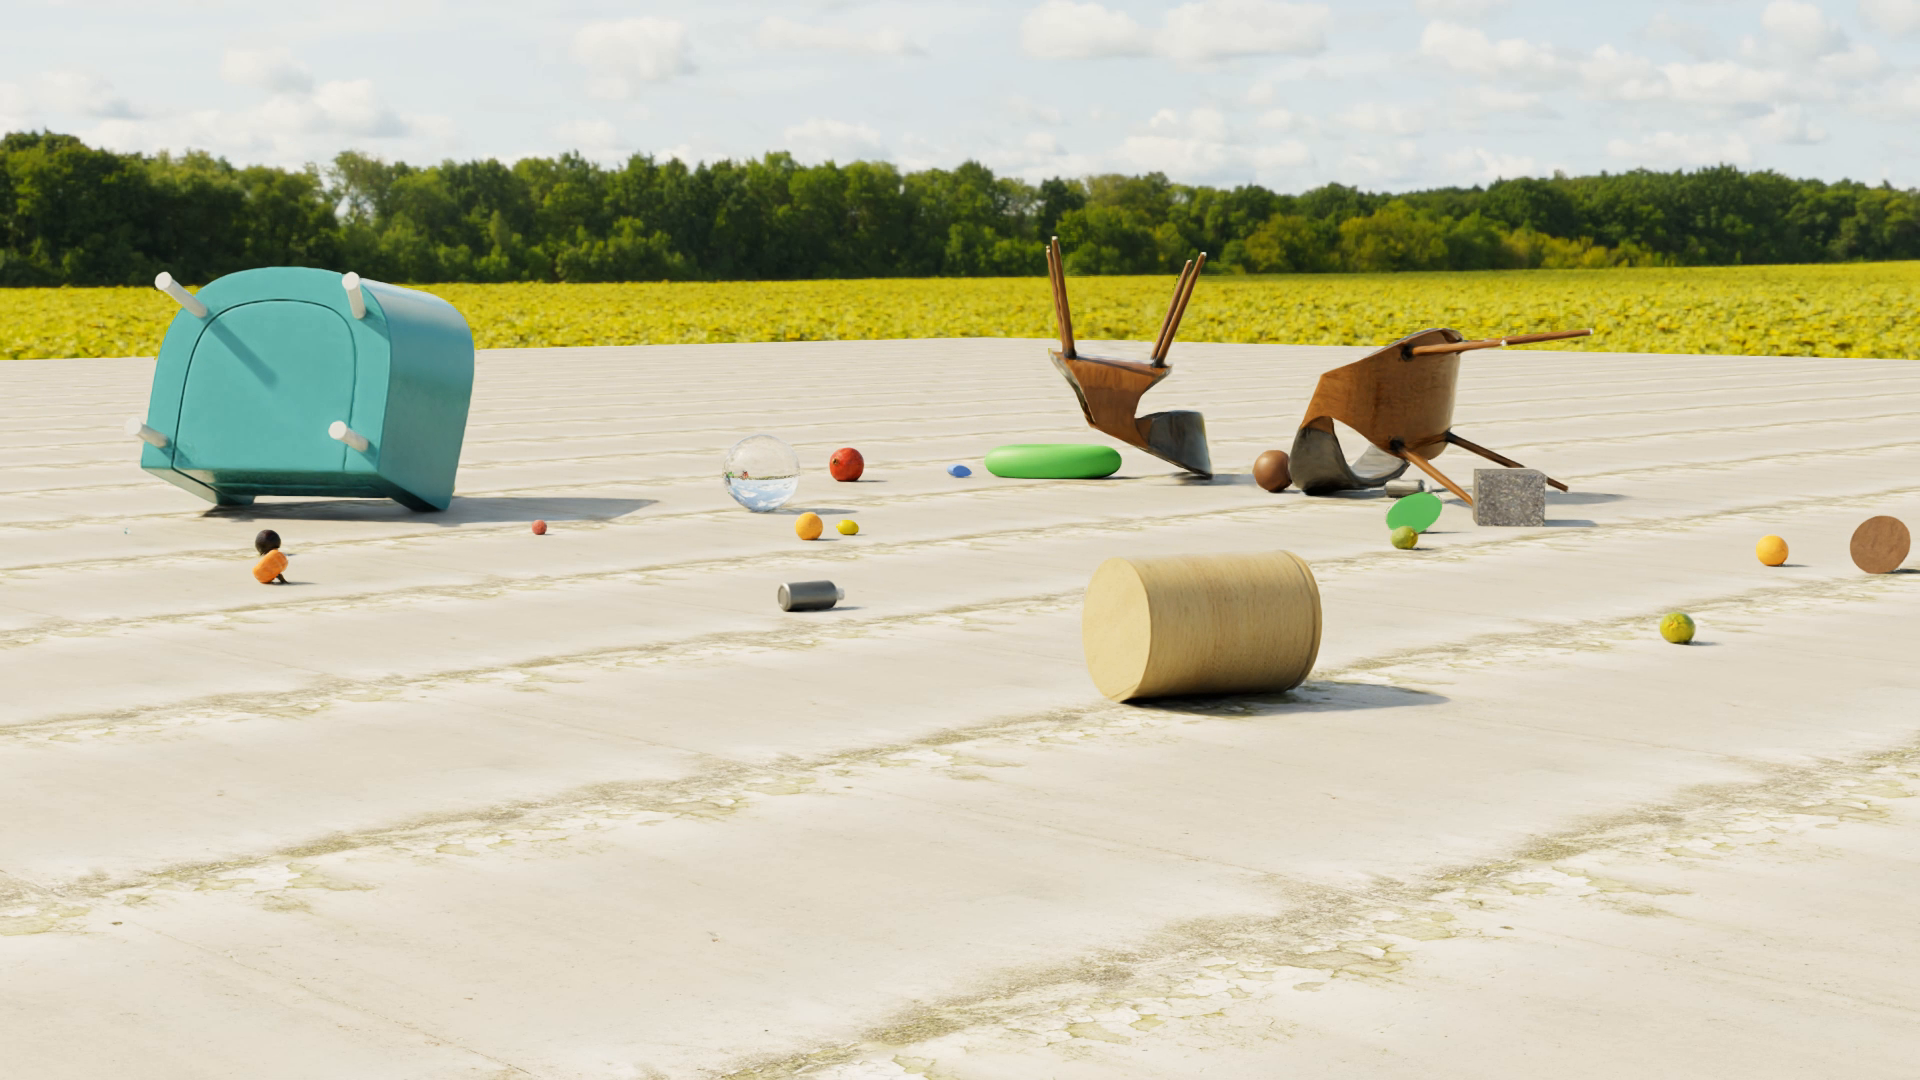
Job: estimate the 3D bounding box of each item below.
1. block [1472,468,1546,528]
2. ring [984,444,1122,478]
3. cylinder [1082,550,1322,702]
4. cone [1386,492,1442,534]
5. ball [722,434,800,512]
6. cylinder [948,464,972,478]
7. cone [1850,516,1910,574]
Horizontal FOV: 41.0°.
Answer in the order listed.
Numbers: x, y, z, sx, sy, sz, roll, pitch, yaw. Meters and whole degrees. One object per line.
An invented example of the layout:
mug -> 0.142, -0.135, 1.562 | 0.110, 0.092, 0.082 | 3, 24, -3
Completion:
block -> 1.464, -0.114, 6.849 | 0.172, 0.137, 0.210 | 1, 6, 7
ring -> 0.304, -0.257, 8.405 | 0.455, 0.105, 0.208 | 0, 7, 10
cylinder -> 0.376, 0.133, 4.015 | 0.290, 0.221, 0.262 | -2, -14, -21
cone -> 1.155, -0.047, 6.618 | 0.162, 0.098, 0.118 | -26, -15, -15
ball -> -0.555, -0.188, 7.182 | 0.217, 0.217, 0.217 | 0, 6, 0
cylinder -> -0.003, -0.226, 8.411 | 0.066, 0.038, 0.061 | 13, -7, -15
cone -> 2.059, 0.035, 5.765 | 0.123, 0.147, 0.139 | 32, -12, 22
